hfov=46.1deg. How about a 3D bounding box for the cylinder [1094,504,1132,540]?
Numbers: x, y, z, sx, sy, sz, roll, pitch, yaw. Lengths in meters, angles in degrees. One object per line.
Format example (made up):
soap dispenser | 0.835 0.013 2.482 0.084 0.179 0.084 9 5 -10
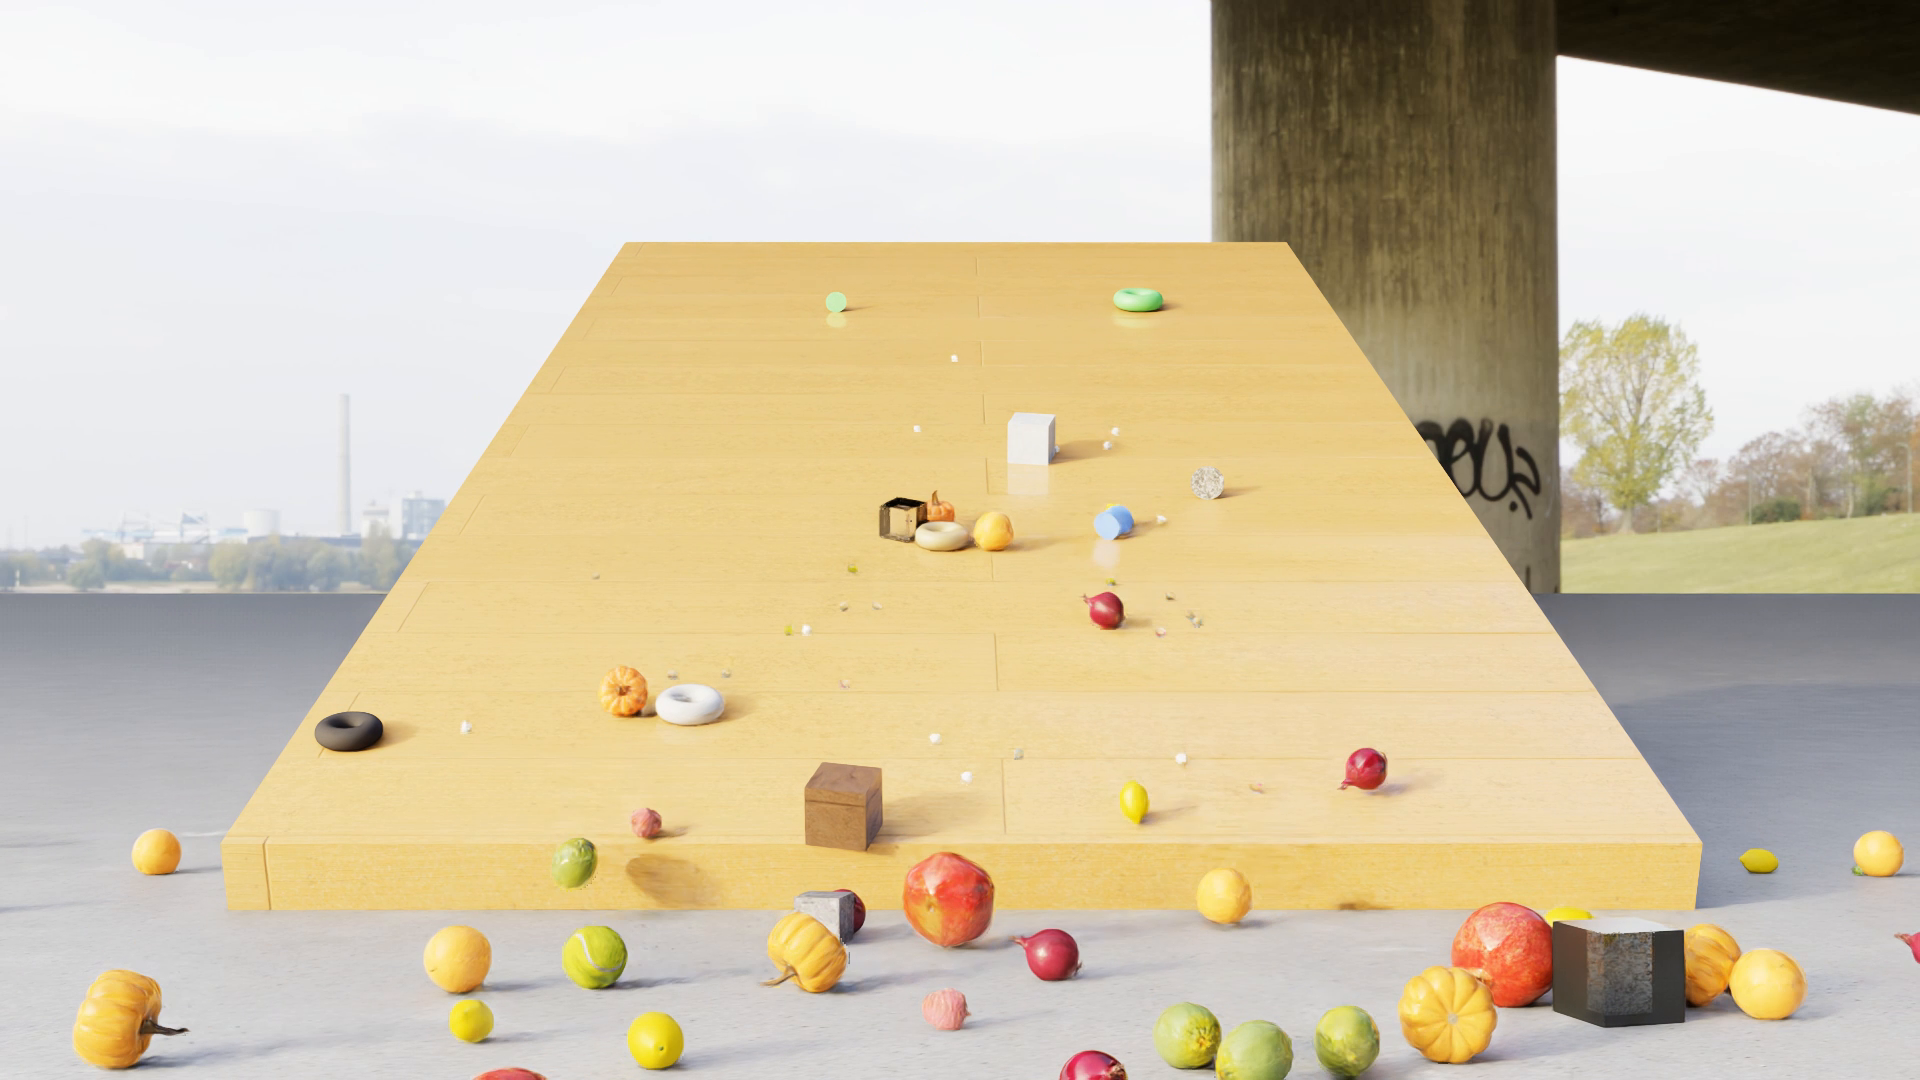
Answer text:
cylinder | 0.289 -0.034 4.237 0.053 0.053 0.053 -1 16 34

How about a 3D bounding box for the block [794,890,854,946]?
block | -0.169 0.469 2.794 0.059 0.059 0.059 0 -1 15

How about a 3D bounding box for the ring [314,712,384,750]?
ring | -0.908 0.284 3.350 0.100 0.033 0.100 1 18 0

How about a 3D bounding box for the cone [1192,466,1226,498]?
cone | 0.494 -0.109 4.491 0.067 0.067 0.067 0 -13 5

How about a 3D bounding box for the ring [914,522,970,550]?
ring | -0.032 -0.007 4.191 0.104 0.035 0.104 1 18 0

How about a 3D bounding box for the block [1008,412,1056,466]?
block | 0.150 -0.211 4.701 0.085 0.085 0.085 4 20 12

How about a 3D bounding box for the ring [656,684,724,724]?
ring | -0.412 0.251 3.442 0.106 0.035 0.106 1 20 0

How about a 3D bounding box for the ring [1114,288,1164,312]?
ring | 0.475 -0.640 6.000 0.133 0.044 0.133 1 18 0

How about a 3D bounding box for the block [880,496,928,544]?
block | -0.105 -0.038 4.232 0.064 0.064 0.064 12 22 30

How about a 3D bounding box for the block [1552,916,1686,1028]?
block | 0.674 0.441 2.307 0.094 0.094 0.094 0 -1 -17

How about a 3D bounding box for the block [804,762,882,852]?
block | -0.157 0.360 3.052 0.085 0.085 0.085 5 20 13

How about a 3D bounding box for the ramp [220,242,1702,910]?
ramp | -0.004 -0.199 4.946 2.000 0.100 4.000 0 19 0
